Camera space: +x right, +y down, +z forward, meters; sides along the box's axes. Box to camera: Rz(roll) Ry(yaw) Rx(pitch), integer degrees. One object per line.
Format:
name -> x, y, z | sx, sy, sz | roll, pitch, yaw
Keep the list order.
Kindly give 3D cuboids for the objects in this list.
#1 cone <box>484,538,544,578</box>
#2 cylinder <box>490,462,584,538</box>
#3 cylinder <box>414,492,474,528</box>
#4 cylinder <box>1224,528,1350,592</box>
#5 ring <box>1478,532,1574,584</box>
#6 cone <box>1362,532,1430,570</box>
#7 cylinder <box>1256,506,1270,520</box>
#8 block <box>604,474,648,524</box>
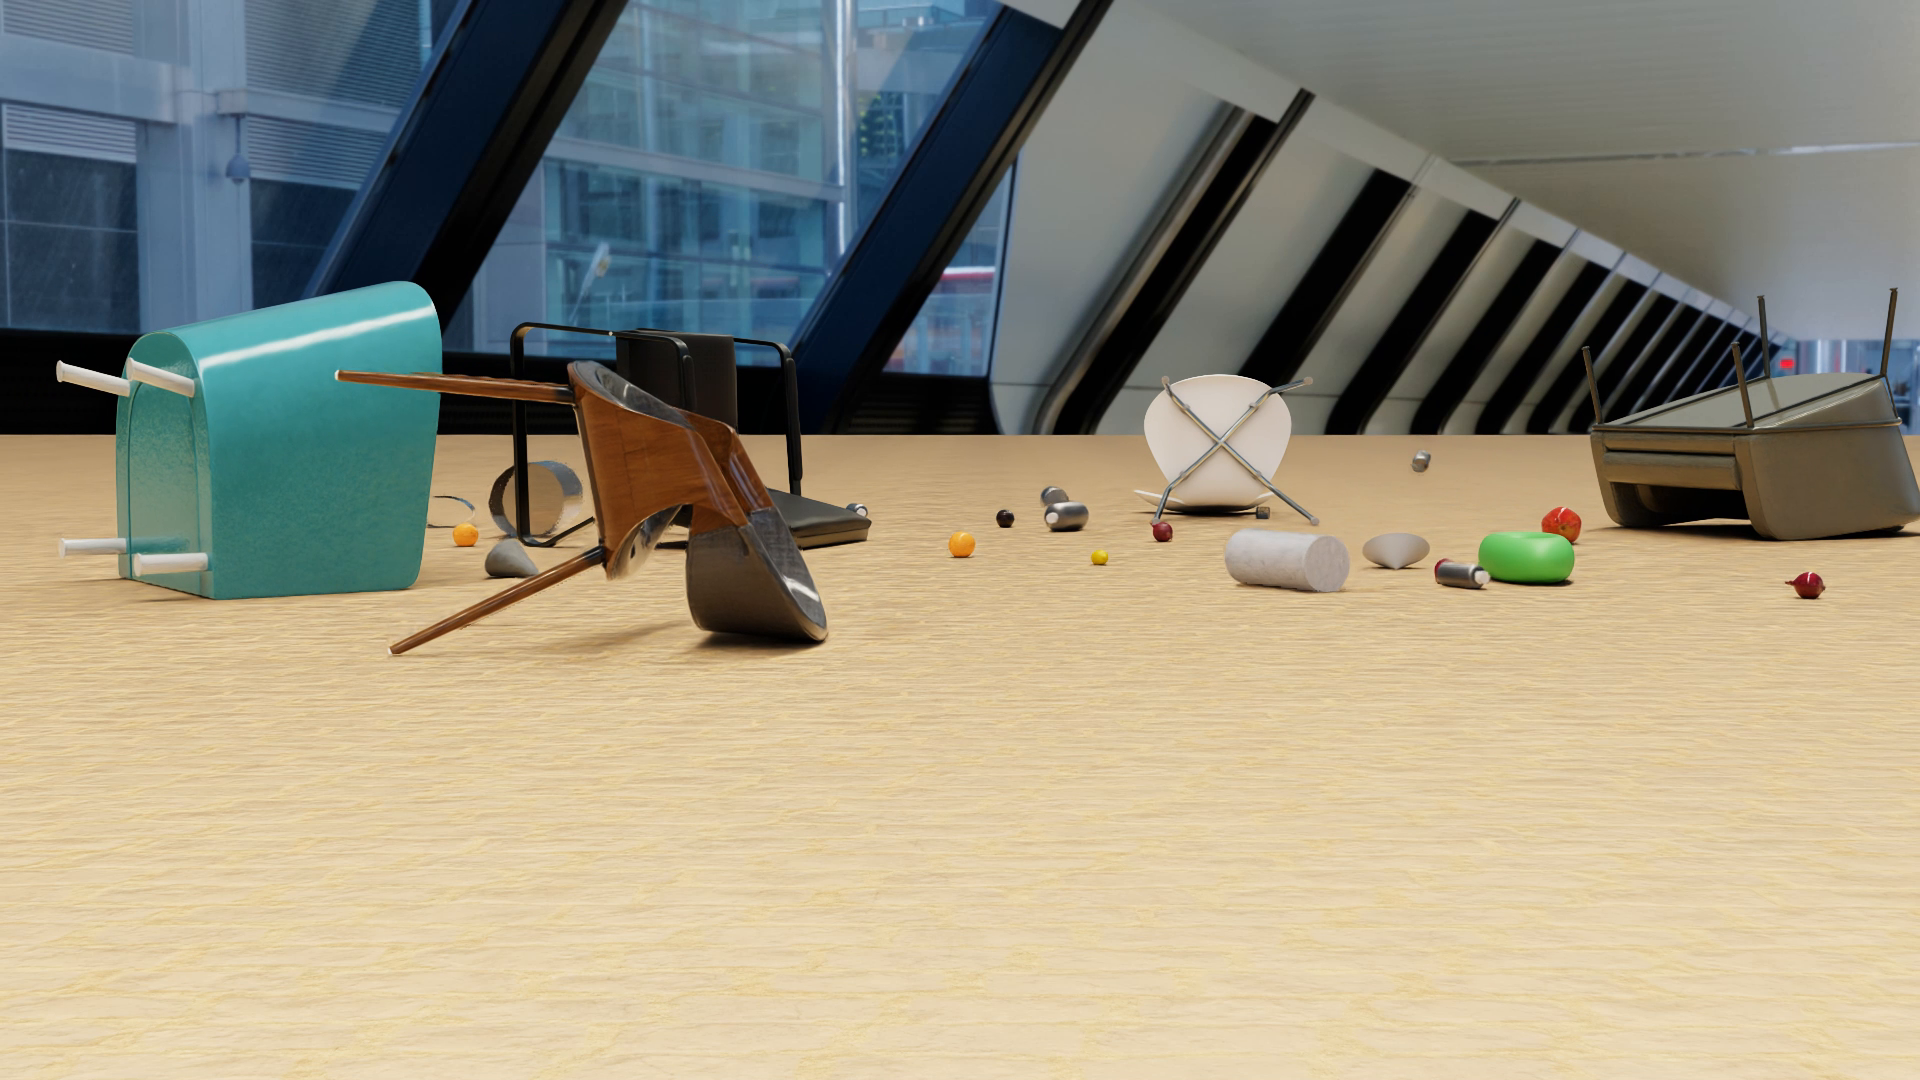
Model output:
cone -> -1.046, 0.065, 5.267 | 0.115, 0.098, 0.171 | 25, 7, 13
cylinder -> -1.293, -0.126, 6.720 | 0.240, 0.221, 0.196 | -33, 0, 8
cylinder -> -1.685, -0.092, 7.173 | 0.193, 0.097, 0.099 | -8, -15, -17
cylinder -> 0.737, 0.044, 4.966 | 0.132, 0.128, 0.282 | 16, -5, -31
ring -> 1.339, 0.040, 5.206 | 0.208, 0.105, 0.455 | -1, 3, 4
cone -> 1.090, 0.049, 5.497 | 0.168, 0.114, 0.074 | -4, 41, 14
cylinder -> 1.048, -0.094, 7.607 | 0.040, 0.043, 0.044 | 1, 21, 20
block -> -1.130, -0.142, 7.457 | 0.117, 0.158, 0.221 | 0, 4, 0
